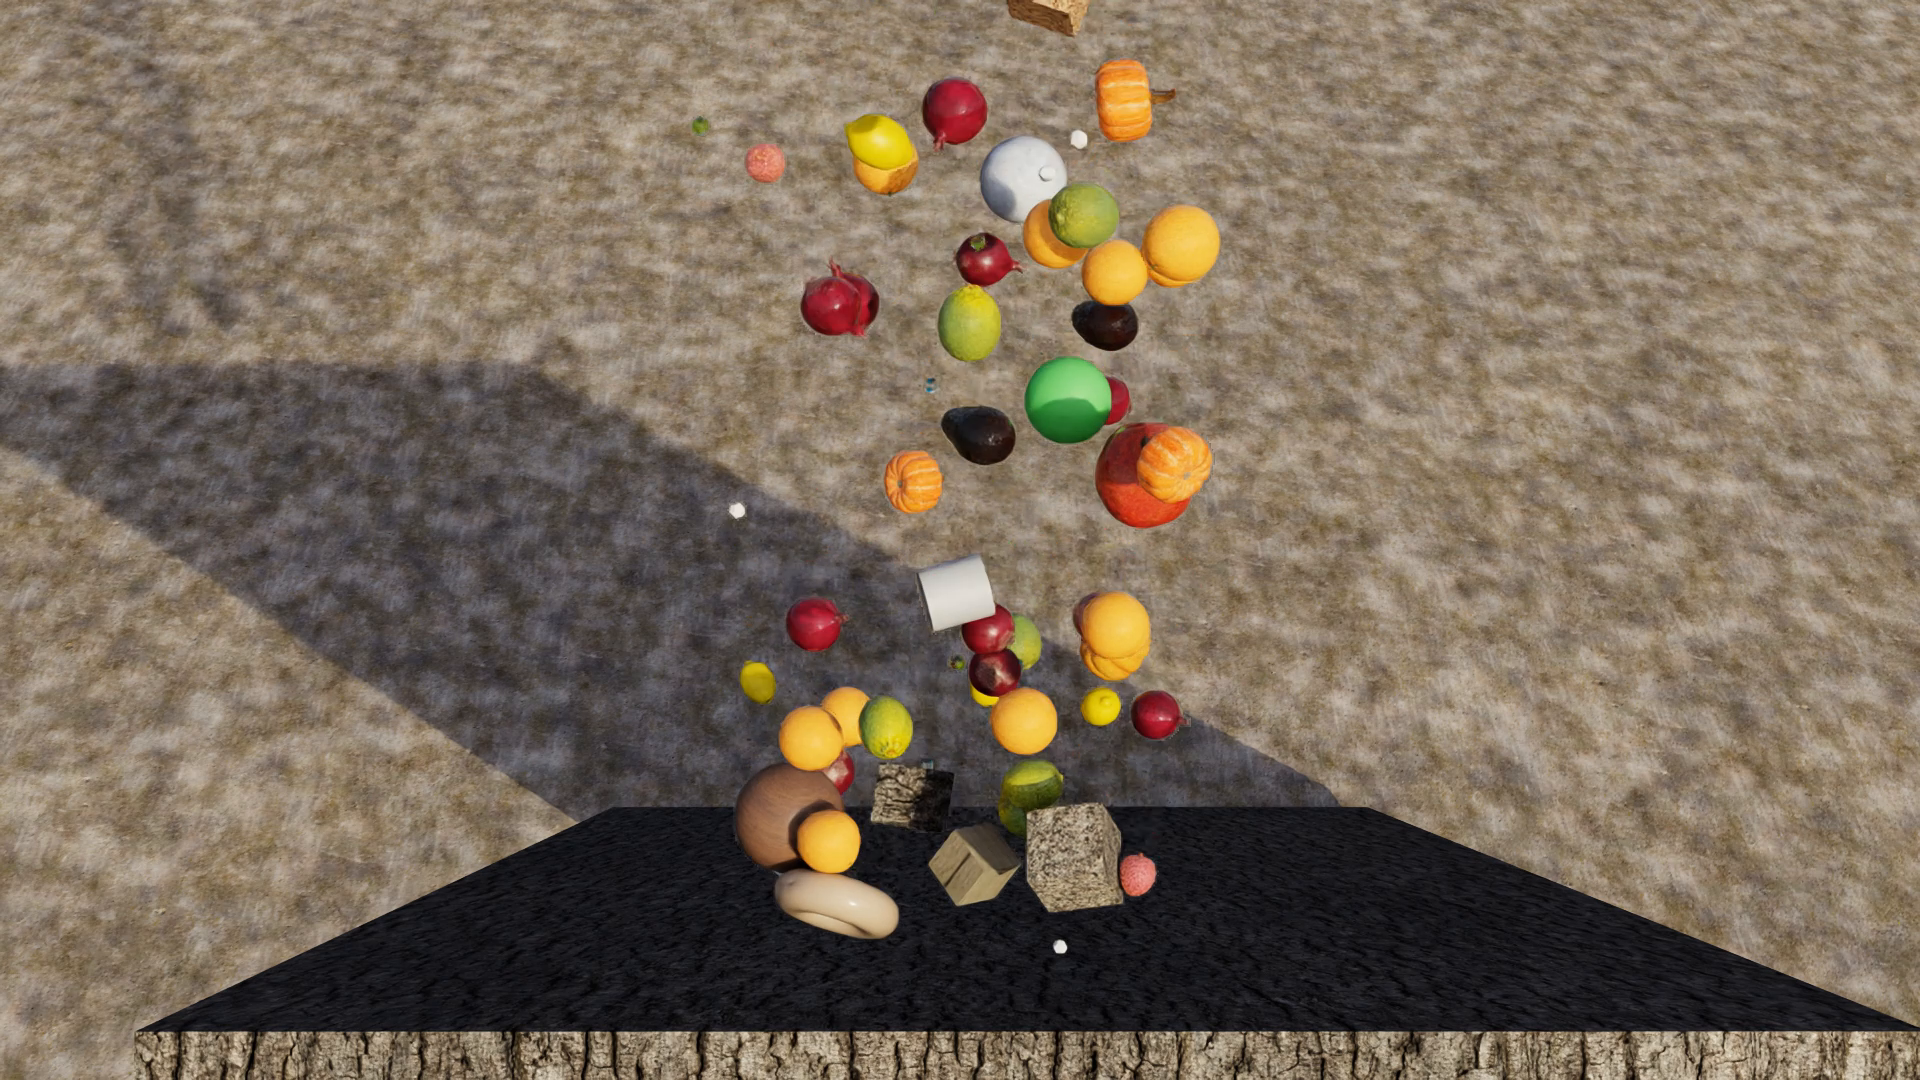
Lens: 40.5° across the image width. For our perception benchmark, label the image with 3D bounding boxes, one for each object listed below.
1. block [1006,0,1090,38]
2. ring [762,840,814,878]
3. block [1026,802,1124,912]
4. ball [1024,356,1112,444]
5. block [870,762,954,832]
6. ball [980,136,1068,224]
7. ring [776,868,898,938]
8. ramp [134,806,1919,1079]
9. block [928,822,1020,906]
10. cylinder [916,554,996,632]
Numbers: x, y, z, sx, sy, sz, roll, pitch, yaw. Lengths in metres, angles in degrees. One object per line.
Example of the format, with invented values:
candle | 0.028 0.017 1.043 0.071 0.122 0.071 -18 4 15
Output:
block | 0.088 -0.530 2.478 0.067 0.067 0.067 21 84 10
ring | -0.209 0.405 3.218 0.087 0.087 0.029 30 72 34
block | 0.128 0.354 2.898 0.086 0.086 0.086 -9 56 15
ball | 0.119 -0.154 2.854 0.096 0.096 0.096 0 36 0
block | -0.058 0.315 3.188 0.074 0.074 0.074 8 -5 17
ball | 0.071 -0.401 2.896 0.098 0.098 0.098 0 36 0
ring | -0.141 0.416 2.974 0.148 0.148 0.049 12 72 16
ramp | 0.080 0.678 4.894 2.000 0.100 4.000 0 -2 0
block | 0.017 0.383 3.070 0.064 0.064 0.064 -4 48 -46
cylinder | -0.005 0.058 2.854 0.070 0.070 0.070 -15 38 -5
